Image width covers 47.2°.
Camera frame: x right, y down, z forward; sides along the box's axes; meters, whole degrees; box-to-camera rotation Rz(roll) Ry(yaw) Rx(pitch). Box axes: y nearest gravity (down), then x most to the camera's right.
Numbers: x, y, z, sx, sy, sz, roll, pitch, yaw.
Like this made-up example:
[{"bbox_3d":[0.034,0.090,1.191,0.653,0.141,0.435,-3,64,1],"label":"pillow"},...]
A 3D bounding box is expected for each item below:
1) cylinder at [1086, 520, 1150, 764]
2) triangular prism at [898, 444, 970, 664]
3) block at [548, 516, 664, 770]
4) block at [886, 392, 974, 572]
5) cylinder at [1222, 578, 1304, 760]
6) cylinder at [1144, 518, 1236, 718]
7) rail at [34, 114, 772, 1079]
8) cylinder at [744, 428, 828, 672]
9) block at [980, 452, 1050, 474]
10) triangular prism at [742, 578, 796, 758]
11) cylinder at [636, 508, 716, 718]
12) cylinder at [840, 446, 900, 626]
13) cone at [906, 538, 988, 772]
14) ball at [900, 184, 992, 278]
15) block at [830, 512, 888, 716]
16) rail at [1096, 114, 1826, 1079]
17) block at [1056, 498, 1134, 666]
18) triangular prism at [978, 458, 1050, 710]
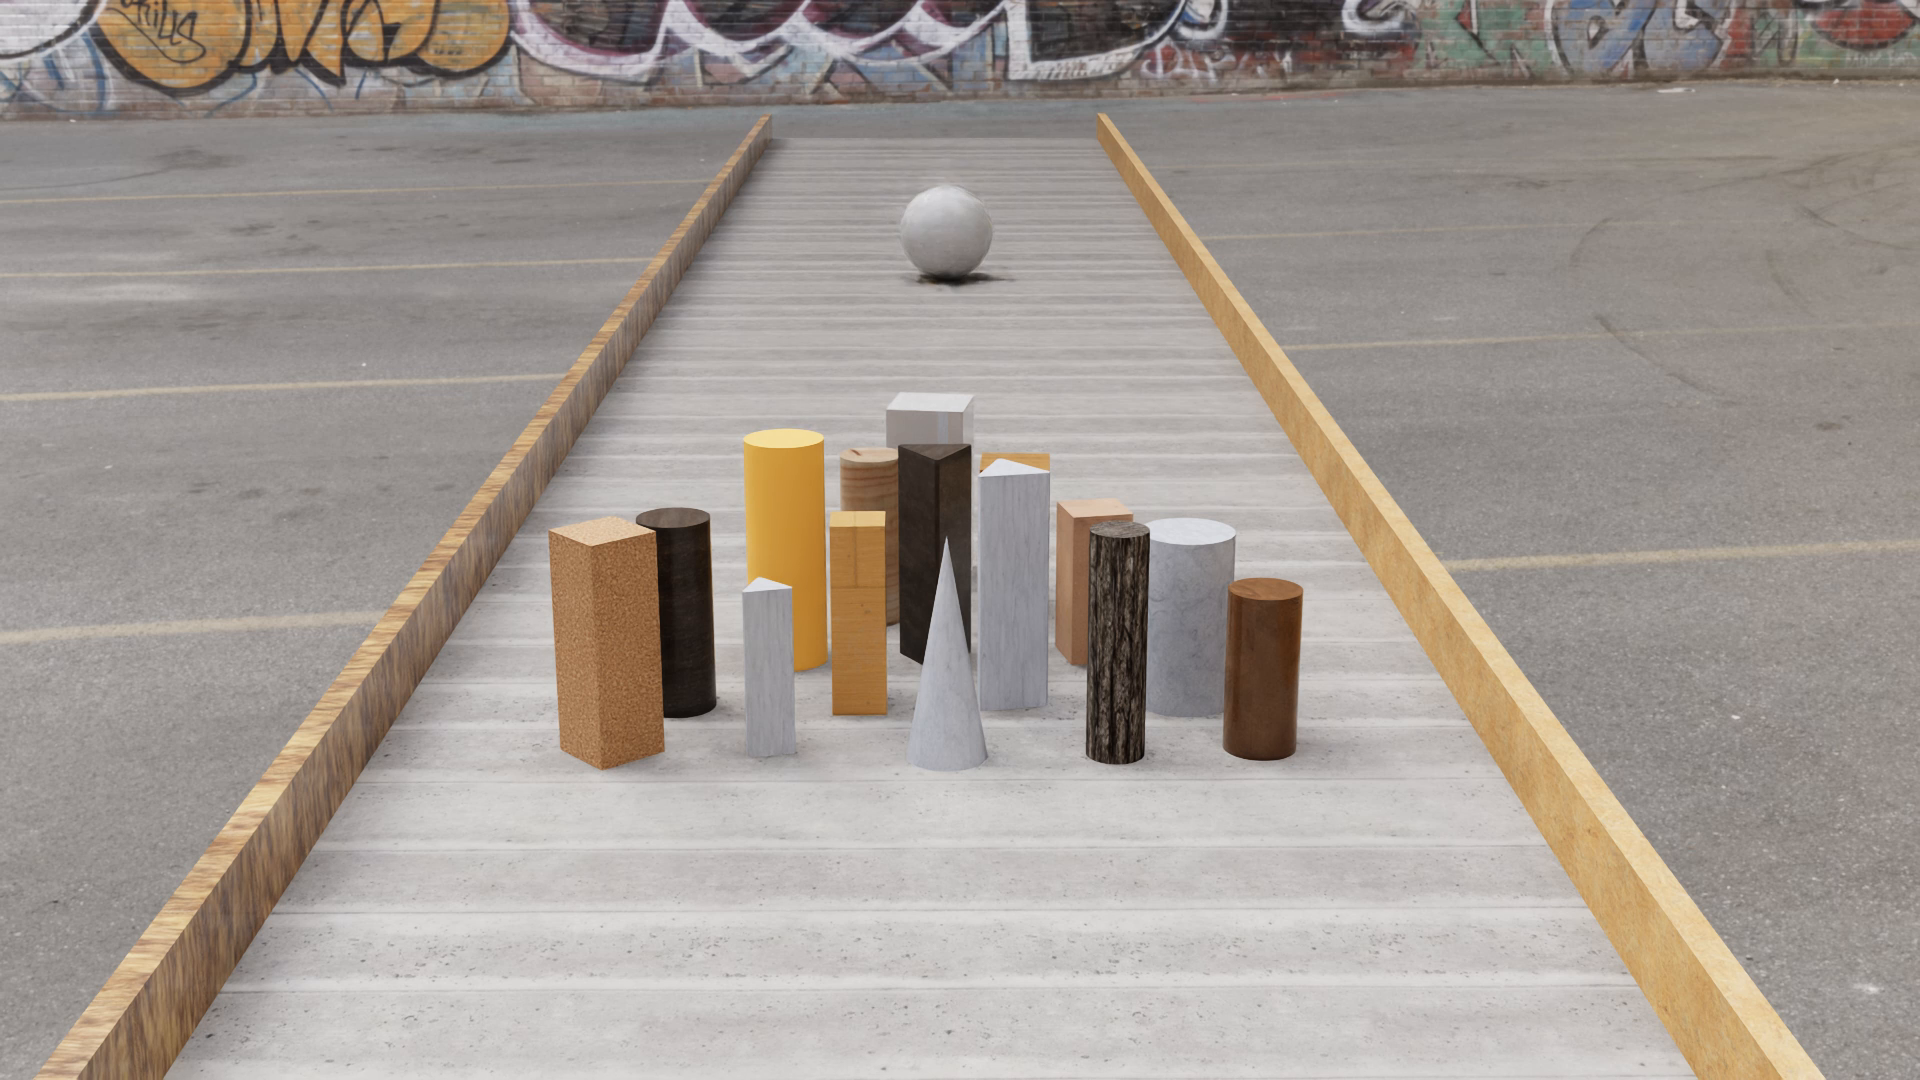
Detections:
[{"bbox_3d":[0.278,0.182,3.882,0.105,0.418,0.105,0,17,0],"label":"cylinder"},{"bbox_3d":[-0.031,0.028,4.374,0.123,0.433,0.142,-10,19,-31],"label":"triangular prism"},{"bbox_3d":[-0.625,0.181,3.895,0.134,0.412,0.134,-14,22,-40],"label":"block"},{"bbox_3d":[-0.065,-0.112,4.903,0.169,0.400,0.169,2,17,8],"label":"block"},{"bbox_3d":[0.540,0.230,3.927,0.132,0.300,0.132,0,17,0],"label":"cylinder"},{"bbox_3d":[0.424,0.145,4.147,0.179,0.338,0.179,0,17,0],"label":"cylinder"},{"bbox_3d":[-1.118,-0.838,7.780,0.050,0.150,12.000,0,17,-1],"label":"rail"},{"bbox_3d":[-0.344,0.020,4.360,0.157,0.456,0.157,0,17,0],"label":"cylinder"},{"bbox_3d":[0.116,-0.007,4.670,0.145,0.330,0.145,1,17,2],"label":"block"},{"bbox_3d":[-0.347,0.225,3.925,0.088,0.311,0.076,-5,17,-15],"label":"triangular prism"},{"bbox_3d":[-0.531,0.136,4.120,0.138,0.371,0.138,0,17,0],"label":"cylinder"},{"bbox_3d":[-0.185,-0.006,4.620,0.131,0.358,0.131,0,17,0],"label":"cylinder"},{"bbox_3d":[-0.023,0.189,3.871,0.146,0.411,0.146,0,17,0],"label":"cone"},{"bbox_3d":[-0.054,-1.214,8.664,0.367,0.367,0.367,0,17,0],"label":"ball"},{"bbox_3d":[-0.189,0.137,4.119,0.102,0.368,0.102,0,17,-1],"label":"block"},{"bbox_3d":[0.932,-0.844,7.801,0.050,0.150,12.000,0,17,-1],"label":"rail"},{"bbox_3d":[0.268,0.082,4.412,0.122,0.307,0.122,-4,17,-13],"label":"block"},{"bbox_3d":[0.088,0.082,4.148,0.134,0.457,0.116,-4,17,-12],"label":"triangular prism"}]
